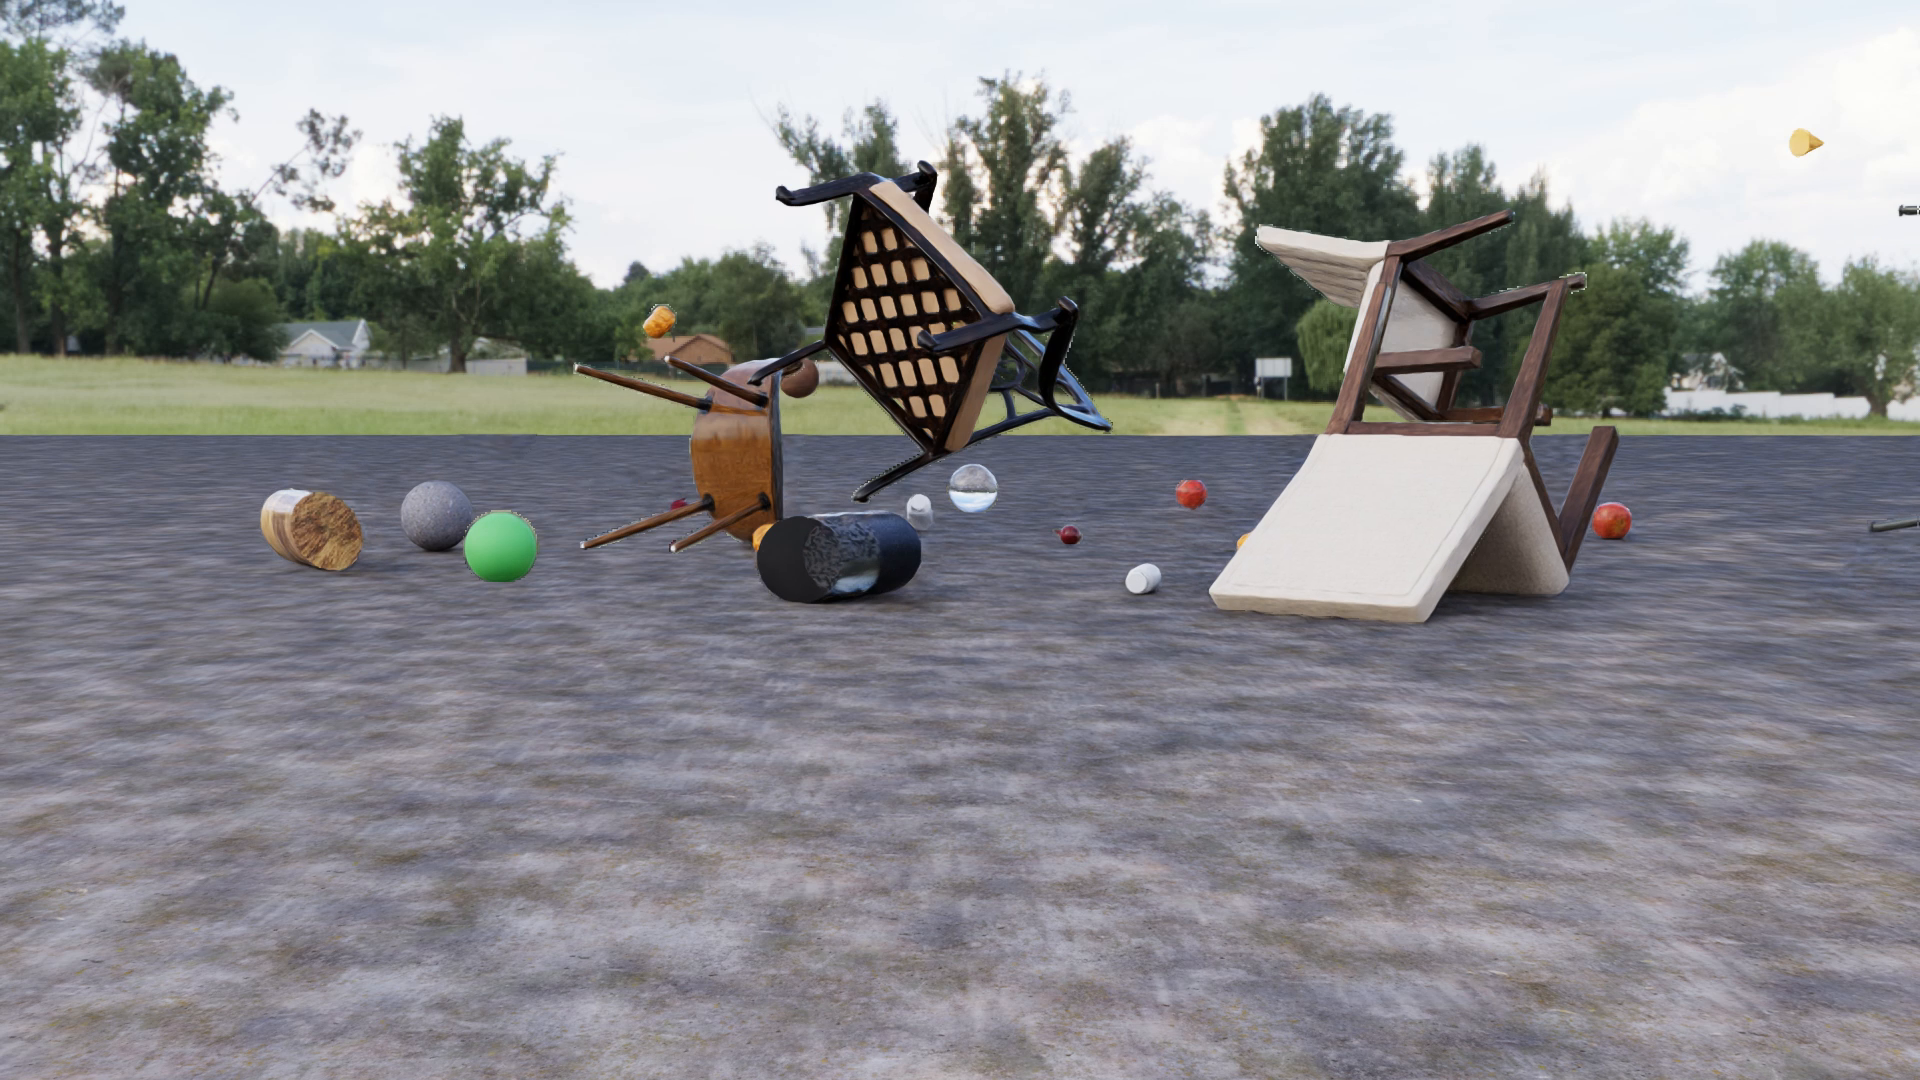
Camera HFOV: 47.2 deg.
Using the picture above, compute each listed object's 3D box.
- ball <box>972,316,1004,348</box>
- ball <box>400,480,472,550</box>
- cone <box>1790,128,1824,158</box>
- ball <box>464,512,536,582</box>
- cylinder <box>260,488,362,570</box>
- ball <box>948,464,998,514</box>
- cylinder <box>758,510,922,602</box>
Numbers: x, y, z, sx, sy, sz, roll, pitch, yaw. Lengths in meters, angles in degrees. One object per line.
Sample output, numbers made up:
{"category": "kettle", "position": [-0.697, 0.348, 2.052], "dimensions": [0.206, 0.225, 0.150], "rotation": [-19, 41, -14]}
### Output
{"category": "ball", "position": [0.098, -0.745, 7.912], "dimensions": [0.115, 0.115, 0.115], "rotation": [0, 4, 0]}
{"category": "ball", "position": [-1.452, -0.068, 6.102], "dimensions": [0.196, 0.196, 0.196], "rotation": [0, 4, 0]}
{"category": "cone", "position": [1.784, -0.830, 4.599], "dimensions": [0.070, 0.061, 0.060], "rotation": [-1, -31, -21]}
{"category": "ball", "position": [-1.066, 0.017, 5.104], "dimensions": [0.163, 0.163, 0.163], "rotation": [0, 4, 0]}
{"category": "cylinder", "position": [-1.635, -0.028, 5.540], "dimensions": [0.164, 0.207, 0.245], "rotation": [-42, 25, -25]}
{"category": "ball", "position": [0.047, -0.186, 7.952], "dimensions": [0.178, 0.178, 0.178], "rotation": [0, 4, 0]}
{"category": "cylinder", "position": [-0.257, 0.034, 4.723], "dimensions": [0.235, 0.182, 0.274], "rotation": [-4, 1, 36]}
